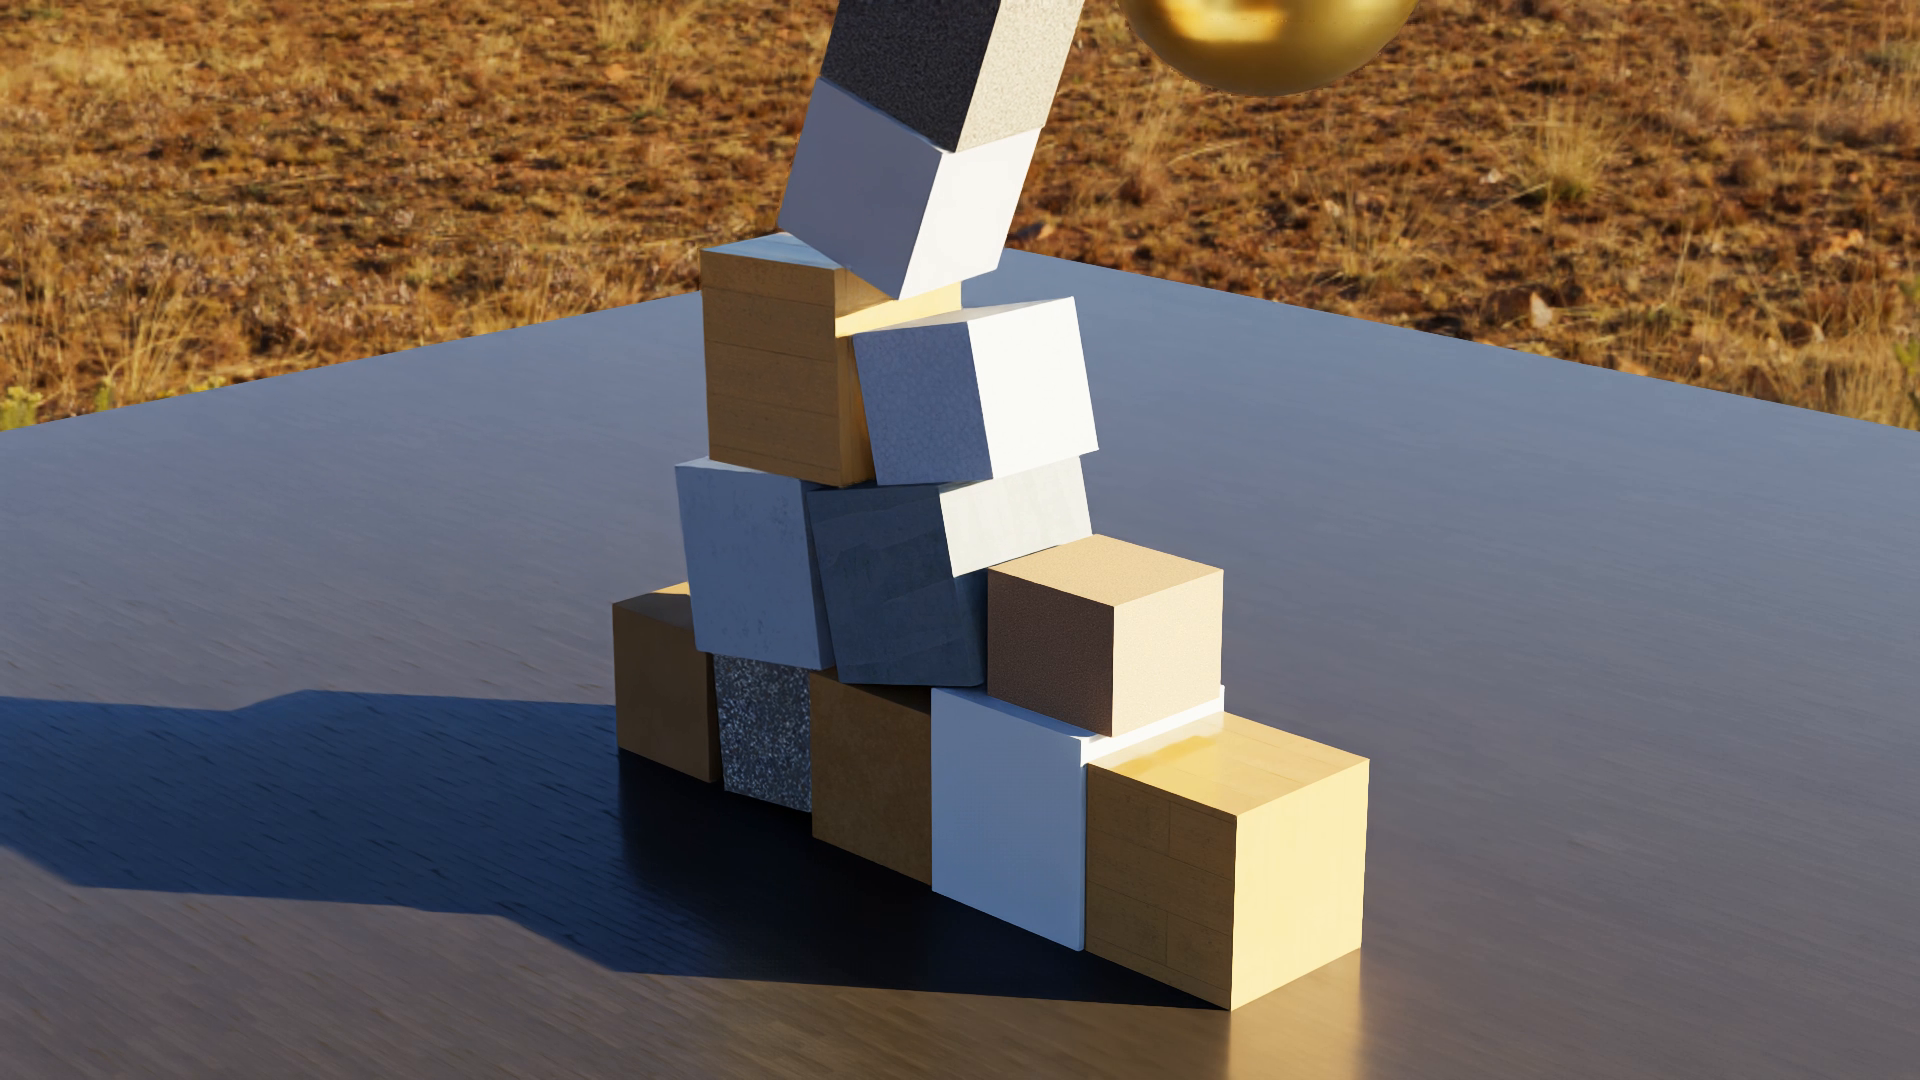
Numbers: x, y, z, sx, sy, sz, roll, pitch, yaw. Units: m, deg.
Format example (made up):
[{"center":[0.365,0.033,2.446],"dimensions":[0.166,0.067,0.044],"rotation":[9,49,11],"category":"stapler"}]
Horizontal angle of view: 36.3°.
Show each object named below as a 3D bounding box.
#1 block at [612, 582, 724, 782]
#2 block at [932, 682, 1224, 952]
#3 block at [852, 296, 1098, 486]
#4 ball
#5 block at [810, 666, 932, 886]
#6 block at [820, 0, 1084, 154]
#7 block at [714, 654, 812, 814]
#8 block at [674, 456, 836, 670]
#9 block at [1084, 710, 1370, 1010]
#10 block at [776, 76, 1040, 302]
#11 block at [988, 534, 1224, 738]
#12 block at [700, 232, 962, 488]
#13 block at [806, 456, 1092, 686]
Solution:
[{"center":[-1.247,0.685,14.884],"dimensions":[0.713,0.768,0.716],"rotation":[16,24,42],"category":"block"},{"center":[0.523,1.118,13.154],"dimensions":[0.934,0.980,0.905],"rotation":[-17,24,-42],"category":"block"},{"center":[0.067,-0.660,13.058],"dimensions":[0.736,0.689,0.676],"rotation":[-2,11,46],"category":"block"},{"center":[1.467,-2.919,13.962],"dimensions":[1.600,1.600,1.600],"rotation":[0,17,0],"category":"ball"},{"center":[-0.110,1.006,13.765],"dimensions":[0.841,0.827,0.825],"rotation":[-17,24,-42],"category":"block"},{"center":[-0.019,-2.245,12.754],"dimensions":[0.776,0.743,0.680],"rotation":[33,33,24],"category":"block"},{"center":[-0.667,0.845,14.345],"dimensions":[0.731,0.724,0.724],"rotation":[10,19,43],"category":"block"},{"center":[-0.723,0.035,14.126],"dimensions":[0.889,0.921,0.820],"rotation":[6,17,44],"category":"block"},{"center":[1.141,1.354,12.581],"dimensions":[0.874,0.873,0.823],"rotation":[-17,24,-42],"category":"block"},{"center":[-0.231,-1.631,13.109],"dimensions":[0.734,0.736,0.732],"rotation":[34,34,25],"category":"block"},{"center":[0.631,0.406,12.802],"dimensions":[0.702,0.589,0.739],"rotation":[-17,24,-42],"category":"block"},{"center":[-0.589,-0.881,13.669],"dimensions":[0.846,0.999,0.849],"rotation":[12,21,39],"category":"block"},{"center":[-0.010,0.117,13.413],"dimensions":[0.891,0.898,0.884],"rotation":[-17,10,-42],"category":"block"}]
